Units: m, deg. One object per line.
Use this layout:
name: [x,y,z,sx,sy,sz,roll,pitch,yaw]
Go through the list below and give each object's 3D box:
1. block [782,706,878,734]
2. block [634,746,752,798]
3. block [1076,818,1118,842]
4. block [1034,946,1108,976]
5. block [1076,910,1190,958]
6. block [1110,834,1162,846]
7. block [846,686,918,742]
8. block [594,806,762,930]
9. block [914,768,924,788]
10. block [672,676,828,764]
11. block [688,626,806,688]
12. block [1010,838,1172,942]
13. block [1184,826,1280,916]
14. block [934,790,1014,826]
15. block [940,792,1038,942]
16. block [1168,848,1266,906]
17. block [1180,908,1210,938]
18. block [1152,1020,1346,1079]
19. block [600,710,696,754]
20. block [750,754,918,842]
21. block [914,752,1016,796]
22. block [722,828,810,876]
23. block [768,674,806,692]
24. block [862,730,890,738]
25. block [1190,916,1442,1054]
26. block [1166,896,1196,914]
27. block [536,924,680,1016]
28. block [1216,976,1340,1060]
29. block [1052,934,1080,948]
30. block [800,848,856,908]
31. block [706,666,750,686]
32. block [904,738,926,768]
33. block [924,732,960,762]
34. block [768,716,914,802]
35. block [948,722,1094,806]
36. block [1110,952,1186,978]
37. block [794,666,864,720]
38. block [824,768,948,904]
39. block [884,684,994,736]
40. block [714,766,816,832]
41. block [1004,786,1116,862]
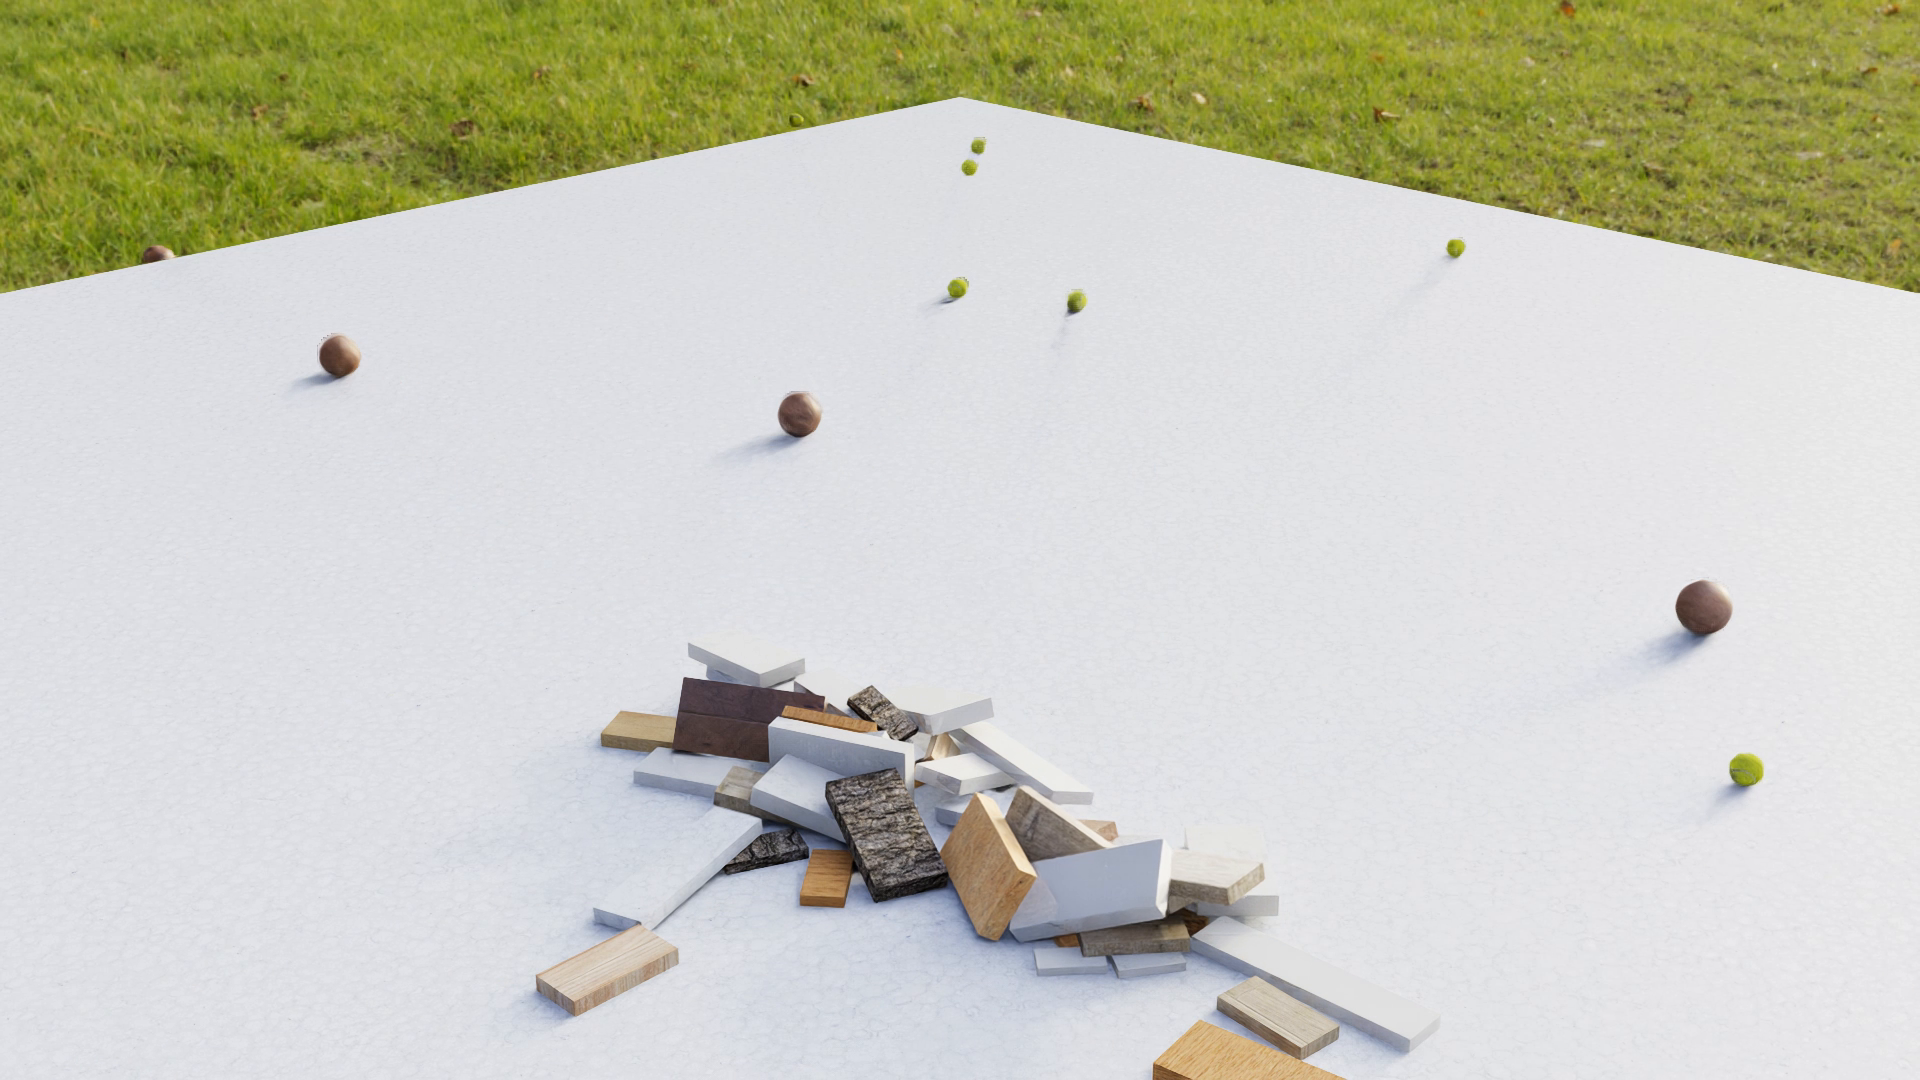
block: [-0.267,0.402,4.532,0.195,0.098,0.028,10,44,12]
block: [-0.555,0.486,4.575,0.221,0.031,0.110,8,24,18]
block: [0.186,0.576,4.261,0.114,0.032,0.229,-21,10,-40]
block: [0.199,0.757,3.953,0.125,0.018,0.063,-2,23,-4]
block: [0.312,0.714,3.997,0.194,0.028,0.097,-2,23,-6]
block: [0.262,0.599,4.199,0.237,0.034,0.118,-7,11,46]
block: [-0.162,0.368,4.607,0.143,0.020,0.072,40,43,22]
block: [-0.534,0.628,4.199,0.114,0.032,0.381,10,29,29]
block: [-0.156,0.449,4.591,0.099,0.028,0.197,-19,47,-38]
block: [-0.441,0.386,4.630,0.306,0.153,0.043,7,-9,7]
block: [-0.473,0.259,4.862,0.127,0.036,0.255,-19,27,-41]
block: [0.239,0.638,4.000,0.292,0.041,0.146,-15,40,26]
block: [0.514,0.628,4.191,0.149,0.042,0.299,0,18,1]
block: [0.068,0.543,4.371,0.114,0.032,0.229,-20,16,-39]
block: [0.050,0.611,4.133,0.041,0.146,0.292,25,14,-24]
block: [0.422,0.609,4.000,0.237,0.034,0.118,3,19,41]
block: [0.402,0.702,4.087,0.109,0.015,0.054,18,29,35]
block: [0.483,0.892,3.605,0.299,0.042,0.149,16,28,33]
block: [-0.649,0.418,4.735,0.220,0.031,0.110,6,24,13]
block: [-0.251,0.529,4.389,0.299,0.042,0.149,20,28,16]
block: [0.020,0.478,4.510,0.114,0.032,0.229,16,11,33]
block: [-0.388,0.608,4.298,0.167,0.024,0.084,-9,25,-20]
block: [-0.321,0.379,4.743,0.127,0.036,0.255,-20,44,-39]
block: [-0.221,0.444,4.515,0.195,0.098,0.028,-9,37,27]
block: [0.623,0.780,3.888,0.462,0.028,0.097,20,30,39]
block: [0.352,0.637,4.096,0.118,0.034,0.237,-20,15,-34]
block: [-0.627,0.765,3.917,0.114,0.032,0.229,21,31,40]
block: [0.547,0.822,3.788,0.097,0.028,0.194,-18,29,-36]
block: [0.237,0.724,4.031,0.125,0.018,0.063,-9,25,-21]
block: [-0.252,0.646,4.207,0.084,0.024,0.167,2,23,5]
block: [-0.432,0.333,4.857,0.127,0.036,0.255,-19,42,-41]
block: [-0.141,0.424,4.587,0.072,0.020,0.143,-19,47,-38]
block: [-0.037,0.451,4.605,0.020,0.072,0.143,-31,14,18]
block: [-0.242,0.464,4.472,0.306,0.153,0.043,9,25,21]
block: [0.119,0.458,4.551,0.098,0.028,0.447,6,11,-30]
block: [0.337,0.757,3.954,0.125,0.018,0.063,-5,23,-11]
block: [-0.255,0.336,4.691,0.099,0.028,0.197,-19,35,-39]
block: [-0.145,0.569,4.262,0.146,0.041,0.292,-10,41,-20]
block: [-0.074,0.363,4.738,0.153,0.043,0.306,-14,10,-30]
block: [-0.375,0.522,4.448,0.221,0.031,0.110,13,25,9]
block: [0.181,0.572,4.140,0.229,0.114,0.032,32,17,32]
